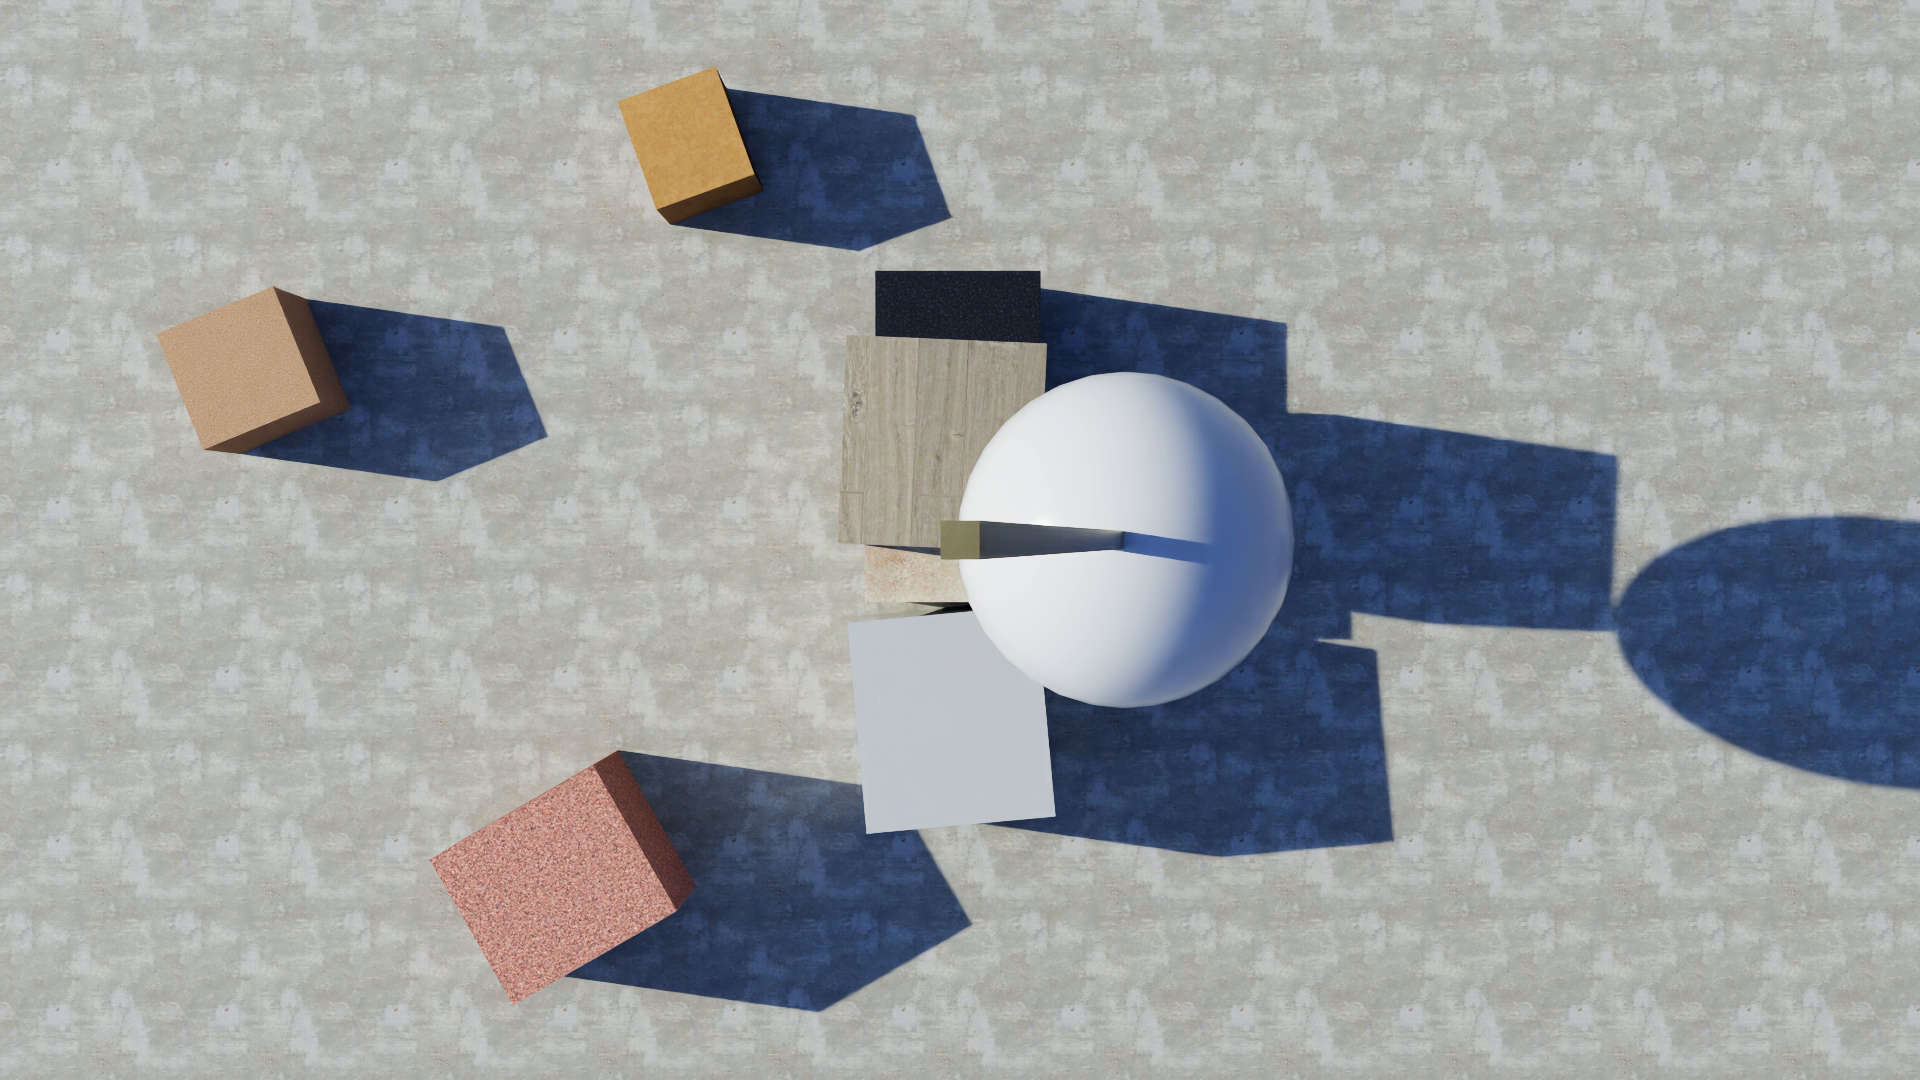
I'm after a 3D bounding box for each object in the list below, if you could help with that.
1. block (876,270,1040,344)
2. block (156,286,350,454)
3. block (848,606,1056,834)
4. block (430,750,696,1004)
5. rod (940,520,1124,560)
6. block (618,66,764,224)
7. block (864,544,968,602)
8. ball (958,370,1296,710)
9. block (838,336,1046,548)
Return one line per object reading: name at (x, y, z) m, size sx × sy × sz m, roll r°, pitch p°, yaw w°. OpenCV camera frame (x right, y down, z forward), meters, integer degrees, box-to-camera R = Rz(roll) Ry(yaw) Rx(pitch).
block at (-0.011, -1.064, 12.598) m, size 0.919 × 0.803 × 0.860 m, roll 0°, pitch 90°, yaw 0°
block at (-4.062, -0.967, 12.685) m, size 0.711 × 0.630 × 0.703 m, roll -22°, pitch 90°, yaw 0°
block at (-0.047, 0.971, 12.447) m, size 1.025 × 1.107 × 1.146 m, roll -5°, pitch 90°, yaw 0°
block at (-2.242, 1.903, 12.559) m, size 1.041 × 0.882 × 0.926 m, roll -30°, pitch 90°, yaw 0°
rod at (0.340, 0.000, 7.063) m, size 0.080 × 5.200 × 0.080 m, roll 0°, pitch 90°, yaw 8°
block at (-1.546, -2.267, 12.700) m, size 0.587 × 0.600 × 0.647 m, roll -20°, pitch 90°, yaw 0°
block at (0.011, -0.142, 12.521) m, size 1.068 × 0.957 × 0.963 m, roll 0°, pitch 90°, yaw 0°
ball at (0.784, 0.000, 10.434) m, size 1.600 × 1.600 × 1.600 m, roll 0°, pitch 90°, yaw 0°
block at (-0.090, -0.490, 11.588) m, size 1.016 × 0.908 × 1.055 m, roll 2°, pitch 90°, yaw 0°
